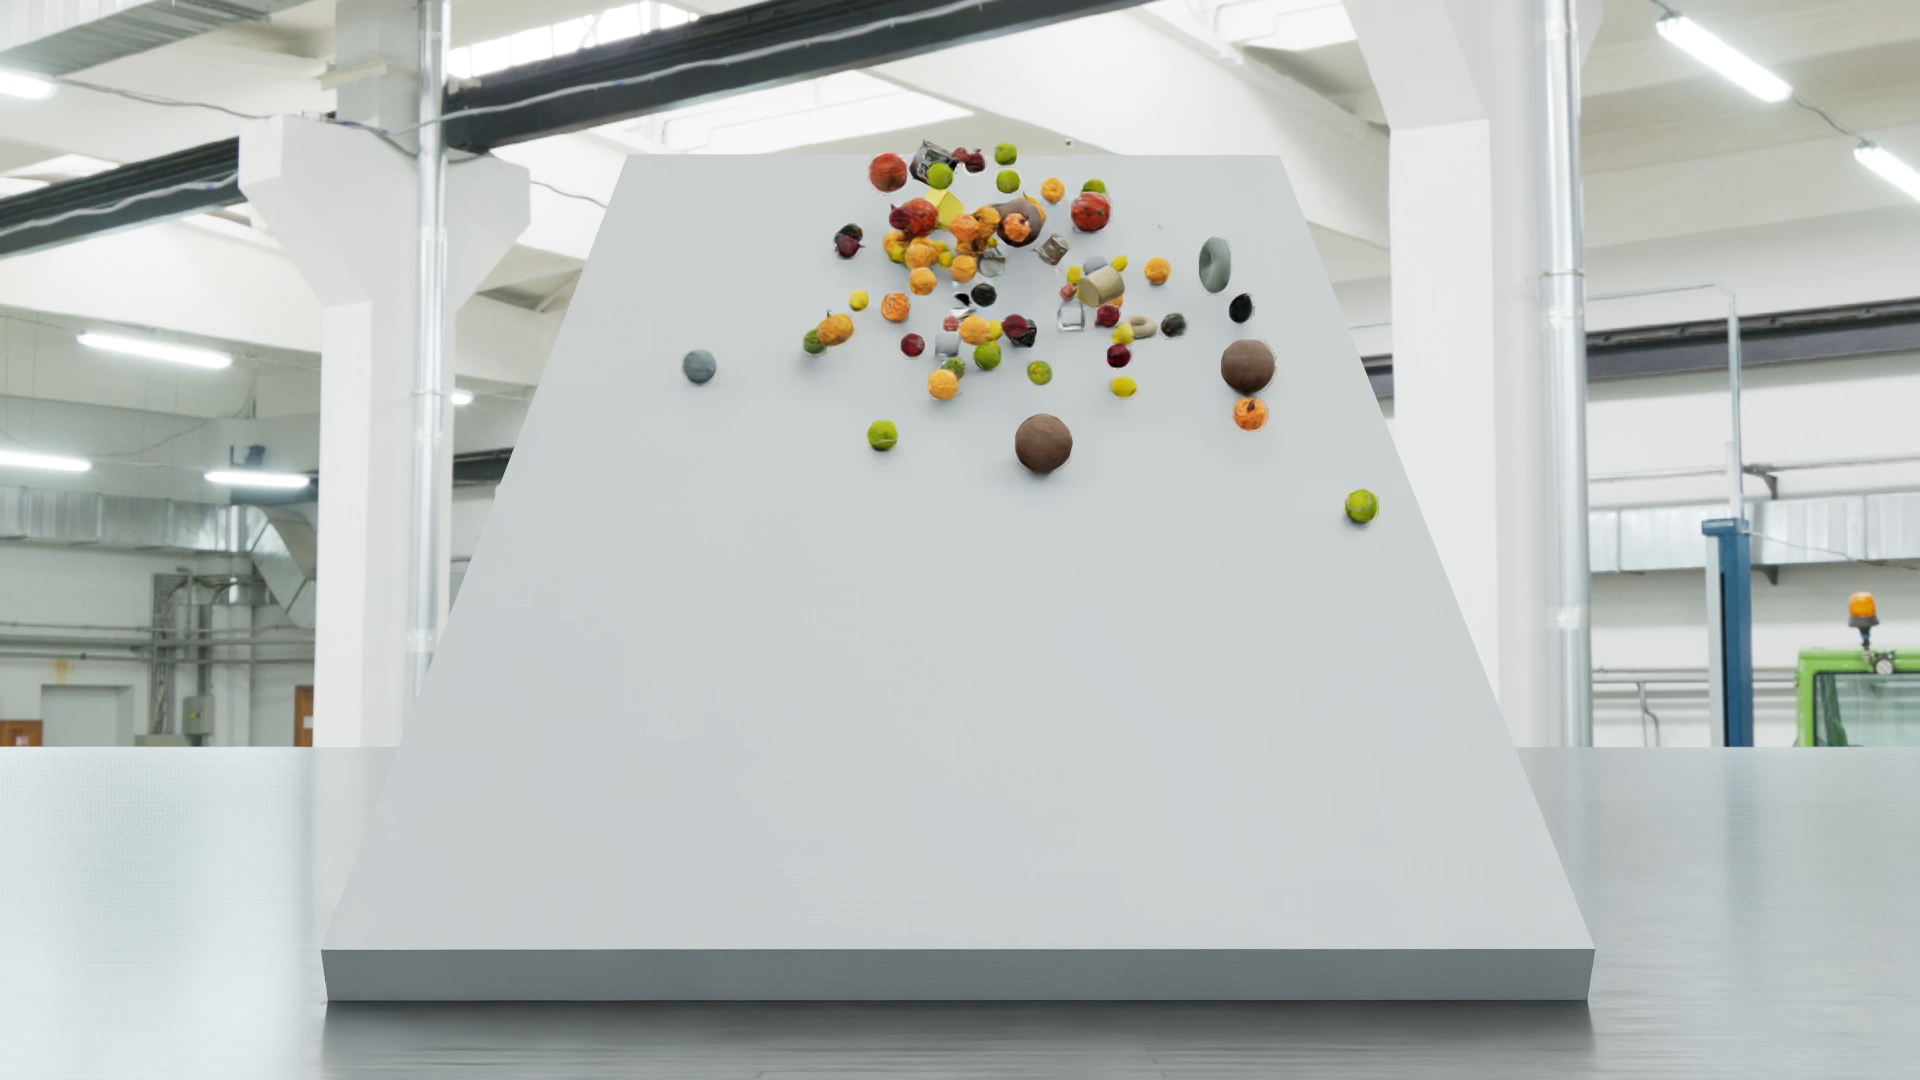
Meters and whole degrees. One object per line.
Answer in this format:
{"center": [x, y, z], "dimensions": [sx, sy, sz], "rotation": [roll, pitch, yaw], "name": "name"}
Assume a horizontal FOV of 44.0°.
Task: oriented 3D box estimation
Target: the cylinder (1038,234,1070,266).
{"center": [0.251, -0.775, 6.340], "dimensions": [0.062, 0.062, 0.062], "rotation": [6, -48, -52], "name": "cylinder"}

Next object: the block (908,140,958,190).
{"center": [-0.075, -1.050, 6.657], "dimensions": [0.094, 0.094, 0.094], "rotation": [22, 18, -19], "name": "block"}

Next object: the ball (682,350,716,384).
{"center": [-0.625, -0.417, 5.696], "dimensions": [0.082, 0.082, 0.082], "rotation": [0, -5, 0], "name": "ball"}

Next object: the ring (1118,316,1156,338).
{"center": [0.447, -0.538, 5.992], "dimensions": [0.098, 0.033, 0.098], "rotation": [0, 29, 0], "name": "ring"}

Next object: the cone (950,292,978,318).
{"center": [0.024, -0.597, 6.107], "dimensions": [0.066, 0.066, 0.066], "rotation": [-4, -11, 43], "name": "cone"}

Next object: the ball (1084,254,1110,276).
{"center": [0.363, -0.725, 6.315], "dimensions": [0.070, 0.070, 0.070], "rotation": [0, -5, 0], "name": "ball"}

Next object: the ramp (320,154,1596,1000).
{"center": [-0.011, -0.226, 5.526], "dimensions": [2.000, 0.100, 4.000], "rotation": [0, 27, 0], "name": "ramp"}

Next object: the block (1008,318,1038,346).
{"center": [0.157, -0.518, 5.914], "dimensions": [0.052, 0.052, 0.052], "rotation": [3, 31, -17], "name": "block"}

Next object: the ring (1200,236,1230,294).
{"center": [0.660, -0.712, 6.148], "dimensions": [0.049, 0.147, 0.147], "rotation": [-2, -4, -15], "name": "ring"}

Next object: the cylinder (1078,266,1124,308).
{"center": [0.342, -0.614, 5.759], "dimensions": [0.080, 0.080, 0.080], "rotation": [-28, 8, -26], "name": "cylinder"}

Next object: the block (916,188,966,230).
{"center": [-0.053, -0.923, 6.622], "dimensions": [0.081, 0.081, 0.081], "rotation": [40, -14, -37], "name": "block"}

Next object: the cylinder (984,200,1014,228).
{"center": [0.111, -0.916, 6.691], "dimensions": [0.063, 0.063, 0.063], "rotation": [21, -8, -8], "name": "cylinder"}

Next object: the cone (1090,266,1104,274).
{"center": [0.382, -0.668, 6.242], "dimensions": [0.077, 0.077, 0.077], "rotation": [-4, -36, -3], "name": "cone"}

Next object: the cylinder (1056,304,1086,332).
{"center": [0.281, -0.560, 6.002], "dimensions": [0.058, 0.058, 0.058], "rotation": [21, -11, -18], "name": "cylinder"}

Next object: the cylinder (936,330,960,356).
{"center": [-0.030, -0.485, 5.847], "dimensions": [0.057, 0.057, 0.057], "rotation": [3, -5, 4], "name": "cylinder"}
